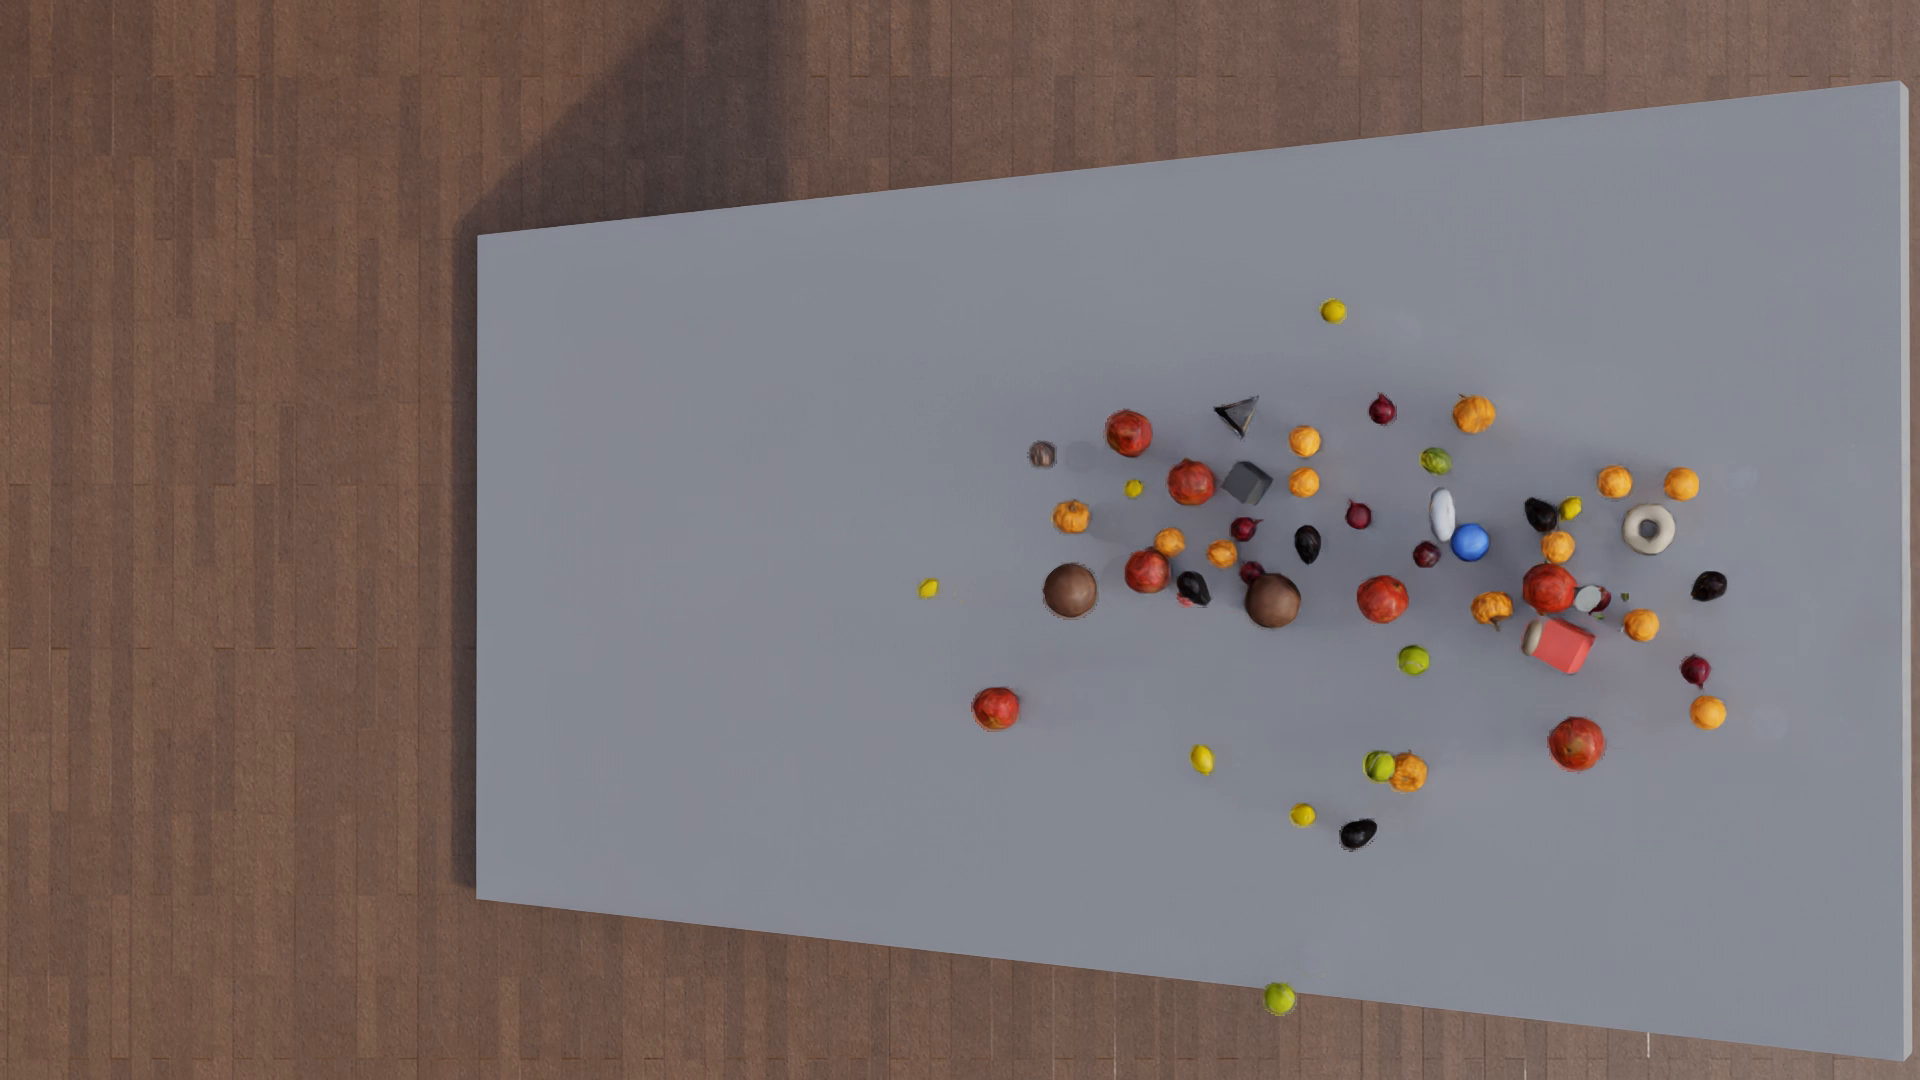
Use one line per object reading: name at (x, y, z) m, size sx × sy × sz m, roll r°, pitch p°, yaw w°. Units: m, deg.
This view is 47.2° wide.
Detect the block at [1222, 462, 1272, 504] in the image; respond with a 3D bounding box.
block at (0.682, -0.136, 5.228) m, size 0.073 × 0.073 × 0.073 m, roll 40°, pitch 110°, yaw 26°

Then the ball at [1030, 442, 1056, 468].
ball at (0.208, -0.214, 5.534) m, size 0.066 × 0.066 × 0.066 m, roll 0°, pitch 89°, yaw 0°

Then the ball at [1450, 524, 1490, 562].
ball at (1.142, 0.005, 4.927) m, size 0.085 × 0.085 × 0.085 m, roll 0°, pitch 89°, yaw 0°

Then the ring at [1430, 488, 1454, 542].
ring at (1.036, -0.055, 4.726) m, size 0.039 × 0.116 × 0.116 m, roll -3°, pitch 89°, yaw 23°

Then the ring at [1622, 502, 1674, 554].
ring at (1.483, -0.024, 4.739) m, size 0.113 × 0.038 × 0.113 m, roll -2°, pitch 86°, yaw 33°

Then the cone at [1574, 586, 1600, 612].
cone at (1.298, 0.111, 4.598) m, size 0.059 × 0.059 × 0.059 m, roll -6°, pitch 115°, yaw -14°

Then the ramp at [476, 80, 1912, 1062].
ramp at (0.259, 0.071, 5.598) m, size 4.000 × 0.100 × 2.000 m, roll 0°, pitch 89°, yaw 32°

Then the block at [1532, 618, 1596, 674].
block at (1.321, 0.231, 4.810) m, size 0.088 × 0.088 × 0.088 m, roll 30°, pitch 105°, yaw 29°
